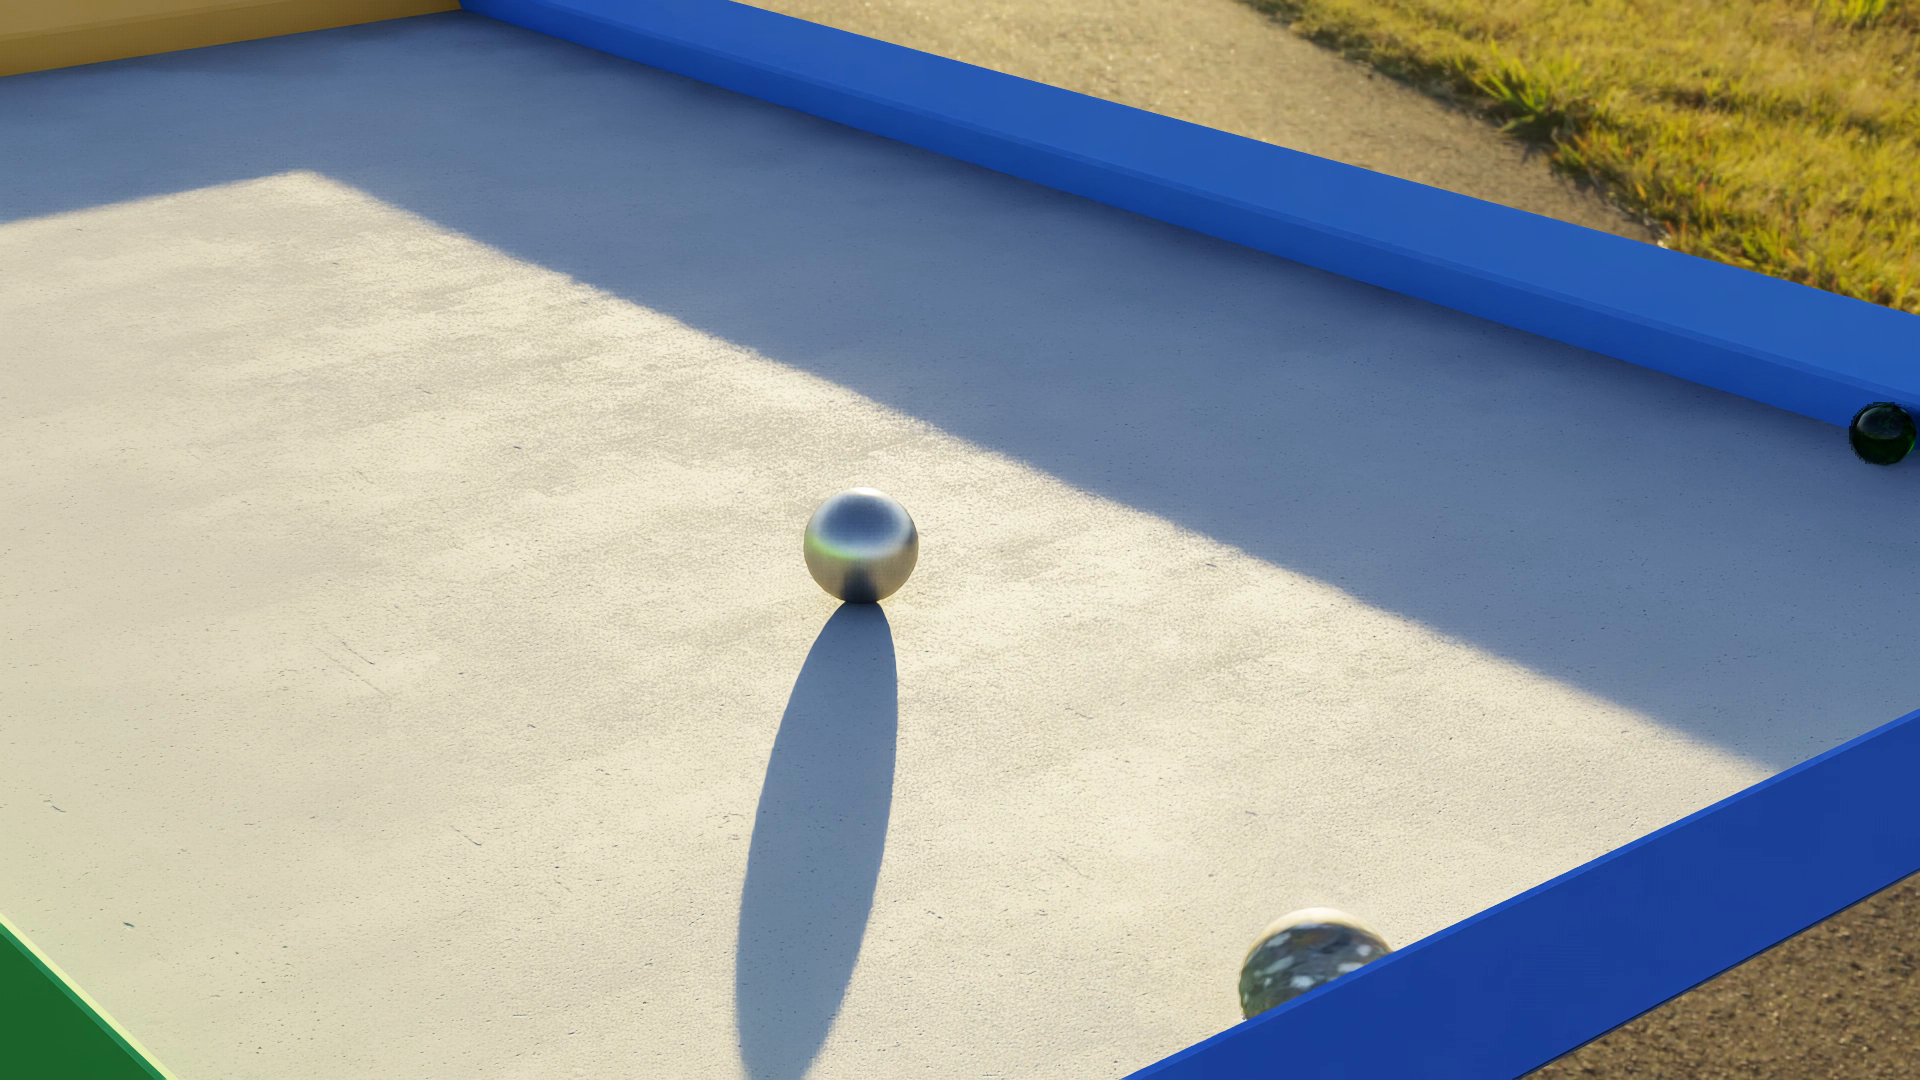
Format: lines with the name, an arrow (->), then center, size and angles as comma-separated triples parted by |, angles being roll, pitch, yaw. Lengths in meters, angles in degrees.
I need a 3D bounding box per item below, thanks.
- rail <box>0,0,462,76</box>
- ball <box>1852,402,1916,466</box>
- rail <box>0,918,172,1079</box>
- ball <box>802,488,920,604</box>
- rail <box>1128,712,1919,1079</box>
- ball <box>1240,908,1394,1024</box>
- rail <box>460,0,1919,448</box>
rail -> -1.519, -0.697, 4.183 | 1.880, 0.128, 0.045 | -17, 27, -36
ball -> 0.873, -0.100, 2.779 | 0.059, 0.059, 0.059 | 0, 22, 0
rail -> -1.219, -0.029, 2.504 | 0.045, 0.128, 3.219 | -17, 27, -36
ball -> -0.083, 0.005, 2.463 | 0.097, 0.097, 0.097 | 0, 22, 0
rail -> 0.496, 0.208, 1.907 | 1.880, 0.128, 0.045 | -17, 27, -36
ball -> 0.219, 0.273, 1.786 | 0.099, 0.099, 0.099 | 0, 22, 0
rail -> 0.196, -0.460, 3.586 | 0.045, 0.128, 3.219 | -17, 27, -36
